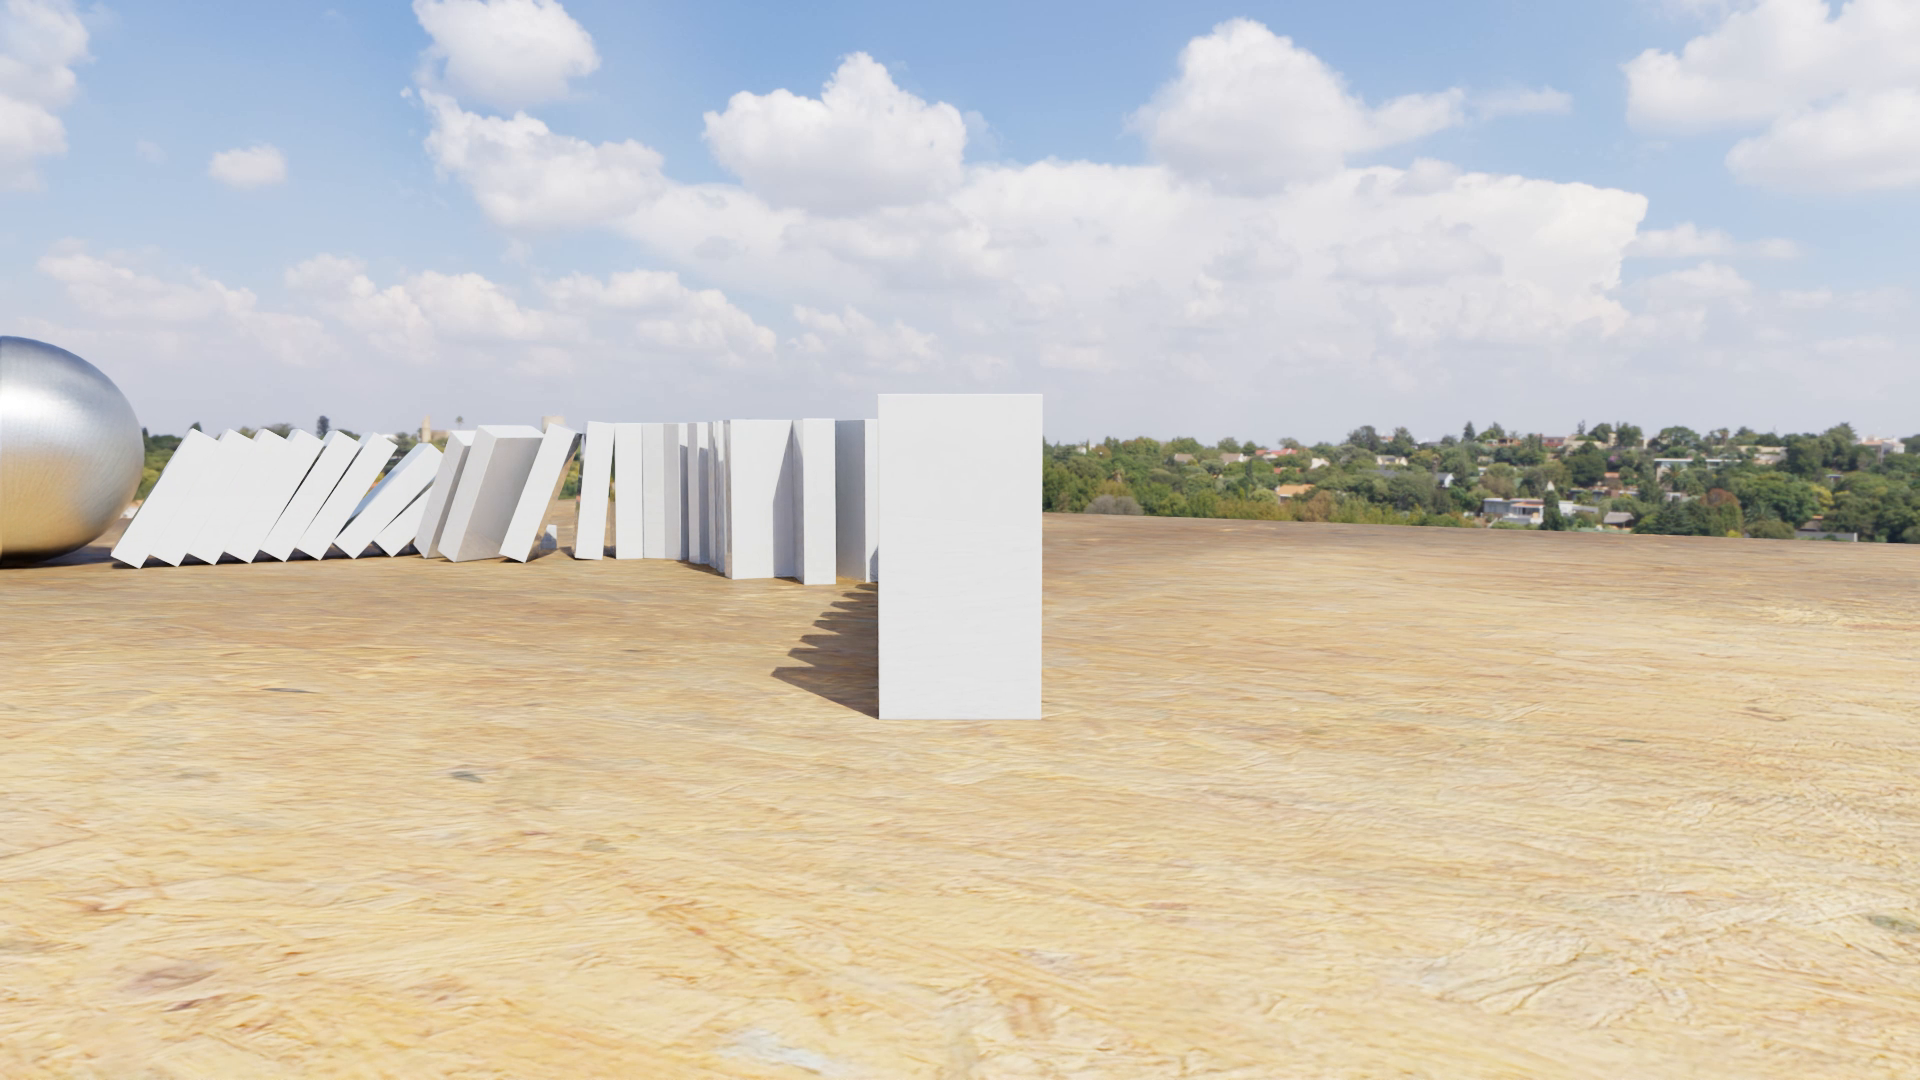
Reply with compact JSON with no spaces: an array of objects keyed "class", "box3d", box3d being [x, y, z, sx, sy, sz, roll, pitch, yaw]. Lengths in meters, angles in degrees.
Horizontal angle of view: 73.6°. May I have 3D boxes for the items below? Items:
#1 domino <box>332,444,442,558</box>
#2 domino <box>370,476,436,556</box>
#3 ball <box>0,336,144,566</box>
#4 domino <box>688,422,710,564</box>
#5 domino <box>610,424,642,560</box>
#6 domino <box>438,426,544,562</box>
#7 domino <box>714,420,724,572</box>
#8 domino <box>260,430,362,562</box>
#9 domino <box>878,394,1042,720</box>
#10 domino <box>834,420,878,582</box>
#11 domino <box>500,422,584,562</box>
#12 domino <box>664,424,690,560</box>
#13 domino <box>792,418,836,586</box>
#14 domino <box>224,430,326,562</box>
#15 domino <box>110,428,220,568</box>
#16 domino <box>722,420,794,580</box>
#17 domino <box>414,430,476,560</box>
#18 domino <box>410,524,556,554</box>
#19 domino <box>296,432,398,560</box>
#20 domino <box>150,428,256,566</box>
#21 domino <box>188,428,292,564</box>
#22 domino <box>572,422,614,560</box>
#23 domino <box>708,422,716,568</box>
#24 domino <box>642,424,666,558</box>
[{"class":"domino","box3d":[-0.219,-0.016,0.490,0.010,0.050,0.025,48,-21,-26]},{"class":"domino","box3d":[-0.207,-0.015,0.498,0.050,0.010,0.025,-49,27,-21]},{"class":"ball","box3d":[-0.333,-0.031,0.449,0.080,0.080,0.080,0,4,0]},{"class":"domino","box3d":[-0.084,-0.017,0.463,0.025,0.050,0.010,-3,5,-33]},{"class":"domino","box3d":[-0.126,-0.019,0.484,0.009,0.050,0.025,-1,4,-20]},{"class":"domino","box3d":[-0.169,-0.017,0.465,0.010,0.050,0.025,30,17,21]},{"class":"domino","box3d":[-0.069,-0.015,0.430,0.025,0.050,0.010,-1,4,-16]},{"class":"domino","box3d":[-0.242,-0.017,0.476,0.010,0.050,0.025,35,-15,-30]},{"class":"domino","box3d":[0.000,0.002,0.201,0.025,0.050,0.009,0,4,0]},{"class":"domino","box3d":[-0.031,-0.013,0.405,0.009,0.050,0.025,-3,5,-31]},{"class":"domino","box3d":[-0.153,-0.018,0.470,0.009,0.050,0.025,21,0,-11]},{"class":"domino","box3d":[-0.097,-0.018,0.479,0.010,0.050,0.025,4,6,41]},{"class":"domino","box3d":[-0.045,-0.012,0.398,0.009,0.050,0.025,-1,4,-14]},{"class":"domino","box3d":[-0.252,-0.017,0.470,0.010,0.050,0.025,33,-14,-30]},{"class":"domino","box3d":[-0.279,-0.015,0.451,0.009,0.050,0.025,33,-14,-30]},{"class":"domino","box3d":[-0.062,-0.013,0.410,0.025,0.050,0.009,-2,5,-25]},{"class":"domino","box3d":[-0.182,-0.017,0.476,0.010,0.050,0.025,41,26,27]},{"class":"domino","box3d":[-0.191,-0.001,0.514,0.050,0.009,0.025,-4,6,-40]},{"class":"domino","box3d":[-0.232,-0.017,0.482,0.009,0.050,0.025,37,-16,-30]},{"class":"domino","box3d":[-0.270,-0.016,0.457,0.010,0.050,0.025,33,-14,-30]},{"class":"domino","box3d":[-0.261,-0.016,0.464,0.009,0.050,0.025,33,-14,-30]},{"class":"domino","box3d":[-0.137,-0.019,0.480,0.009,0.050,0.025,5,2,-20]},{"class":"domino","box3d":[-0.074,-0.016,0.445,0.025,0.050,0.009,-2,5,-23]},{"class":"domino","box3d":[-0.111,-0.019,0.487,0.009,0.050,0.025,1,4,12]}]
